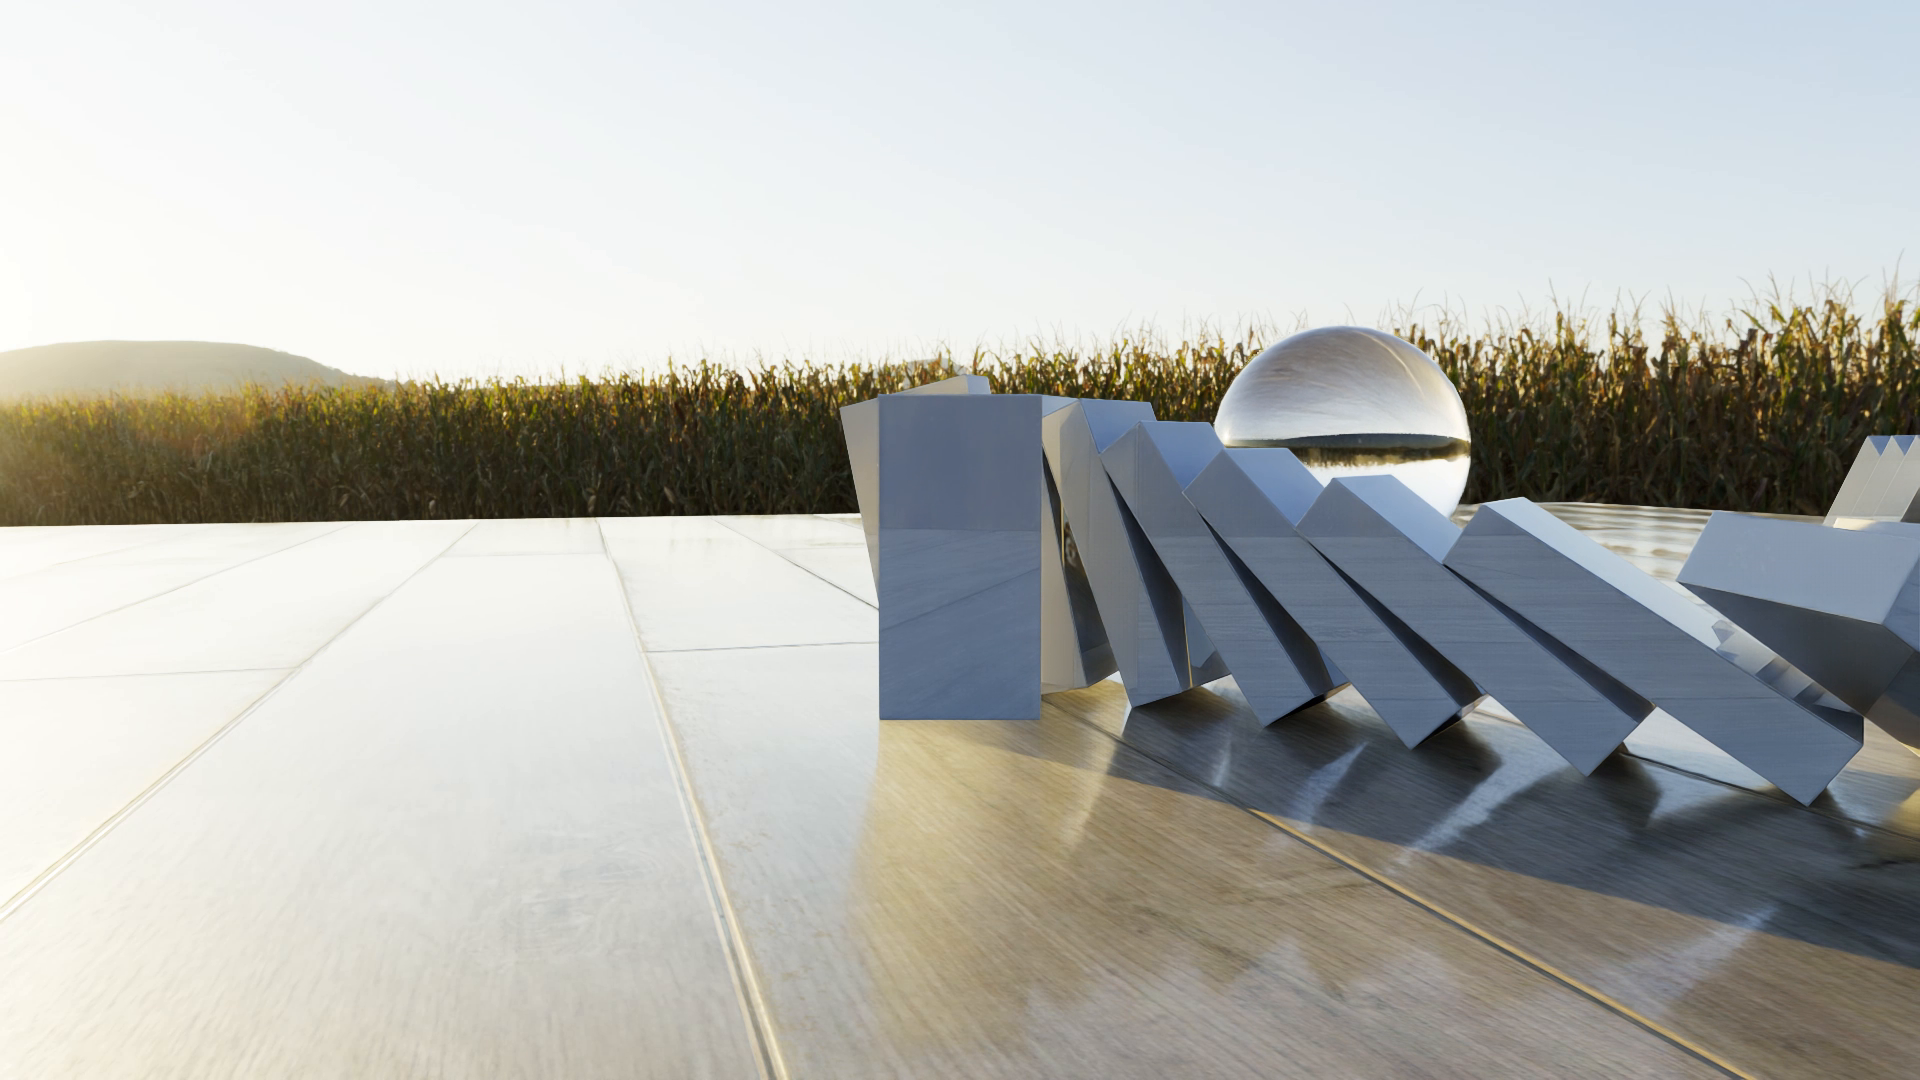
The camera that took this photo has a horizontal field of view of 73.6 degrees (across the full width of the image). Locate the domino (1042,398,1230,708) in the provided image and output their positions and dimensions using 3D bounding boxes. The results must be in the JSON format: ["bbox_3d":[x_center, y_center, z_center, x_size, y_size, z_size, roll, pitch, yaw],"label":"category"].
[{"bbox_3d":[0.031,0.001,0.218,0.009,0.050,0.025,-24,-10,34],"label":"domino"}]

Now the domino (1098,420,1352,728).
[{"bbox_3d":[0.044,0.004,0.207,0.009,0.050,0.025,-40,-19,32],"label":"domino"}]

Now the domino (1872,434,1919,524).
[{"bbox_3d":[0.238,-0.003,0.312,0.025,0.050,0.009,1,44,8],"label":"domino"}]

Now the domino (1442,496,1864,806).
[{"bbox_3d":[0.091,0.012,0.170,0.050,0.009,0.025,39,24,26],"label":"domino"}]

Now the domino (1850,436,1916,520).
[{"bbox_3d":[0.241,-0.004,0.324,0.025,0.050,0.010,1,44,8],"label":"domino"}]

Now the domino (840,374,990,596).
[{"bbox_3d":[-0.003,-0.001,0.225,0.025,0.050,0.010,-12,-1,25],"label":"domino"}]

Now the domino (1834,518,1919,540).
[{"bbox_3d":[0.131,0.014,0.155,0.050,0.010,0.025,30,-5,-20],"label":"domino"}]

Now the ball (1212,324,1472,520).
[{"bbox_3d":[0.121,-0.028,0.411,0.080,0.080,0.080,0,4,0],"label":"ball"}]

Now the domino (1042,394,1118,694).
[{"bbox_3d":[0.017,0.000,0.227,0.009,0.050,0.025,-12,-1,25],"label":"domino"}]

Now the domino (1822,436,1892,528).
[{"bbox_3d":[0.243,-0.005,0.336,0.025,0.050,0.009,1,44,8],"label":"domino"}]

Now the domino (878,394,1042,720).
[{"bbox_3d":[0.000,0.002,0.201,0.025,0.050,0.009,0,4,0],"label":"domino"}]

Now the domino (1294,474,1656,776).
[{"bbox_3d":[0.074,0.010,0.183,0.050,0.009,0.025,45,28,25],"label":"domino"}]

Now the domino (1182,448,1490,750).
[{"bbox_3d":[0.058,0.007,0.195,0.025,0.009,0.050,-6,52,-53],"label":"domino"}]

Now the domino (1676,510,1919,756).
[{"bbox_3d":[0.110,0.014,0.147,0.050,0.010,0.025,30,-1,-19],"label":"domino"}]
